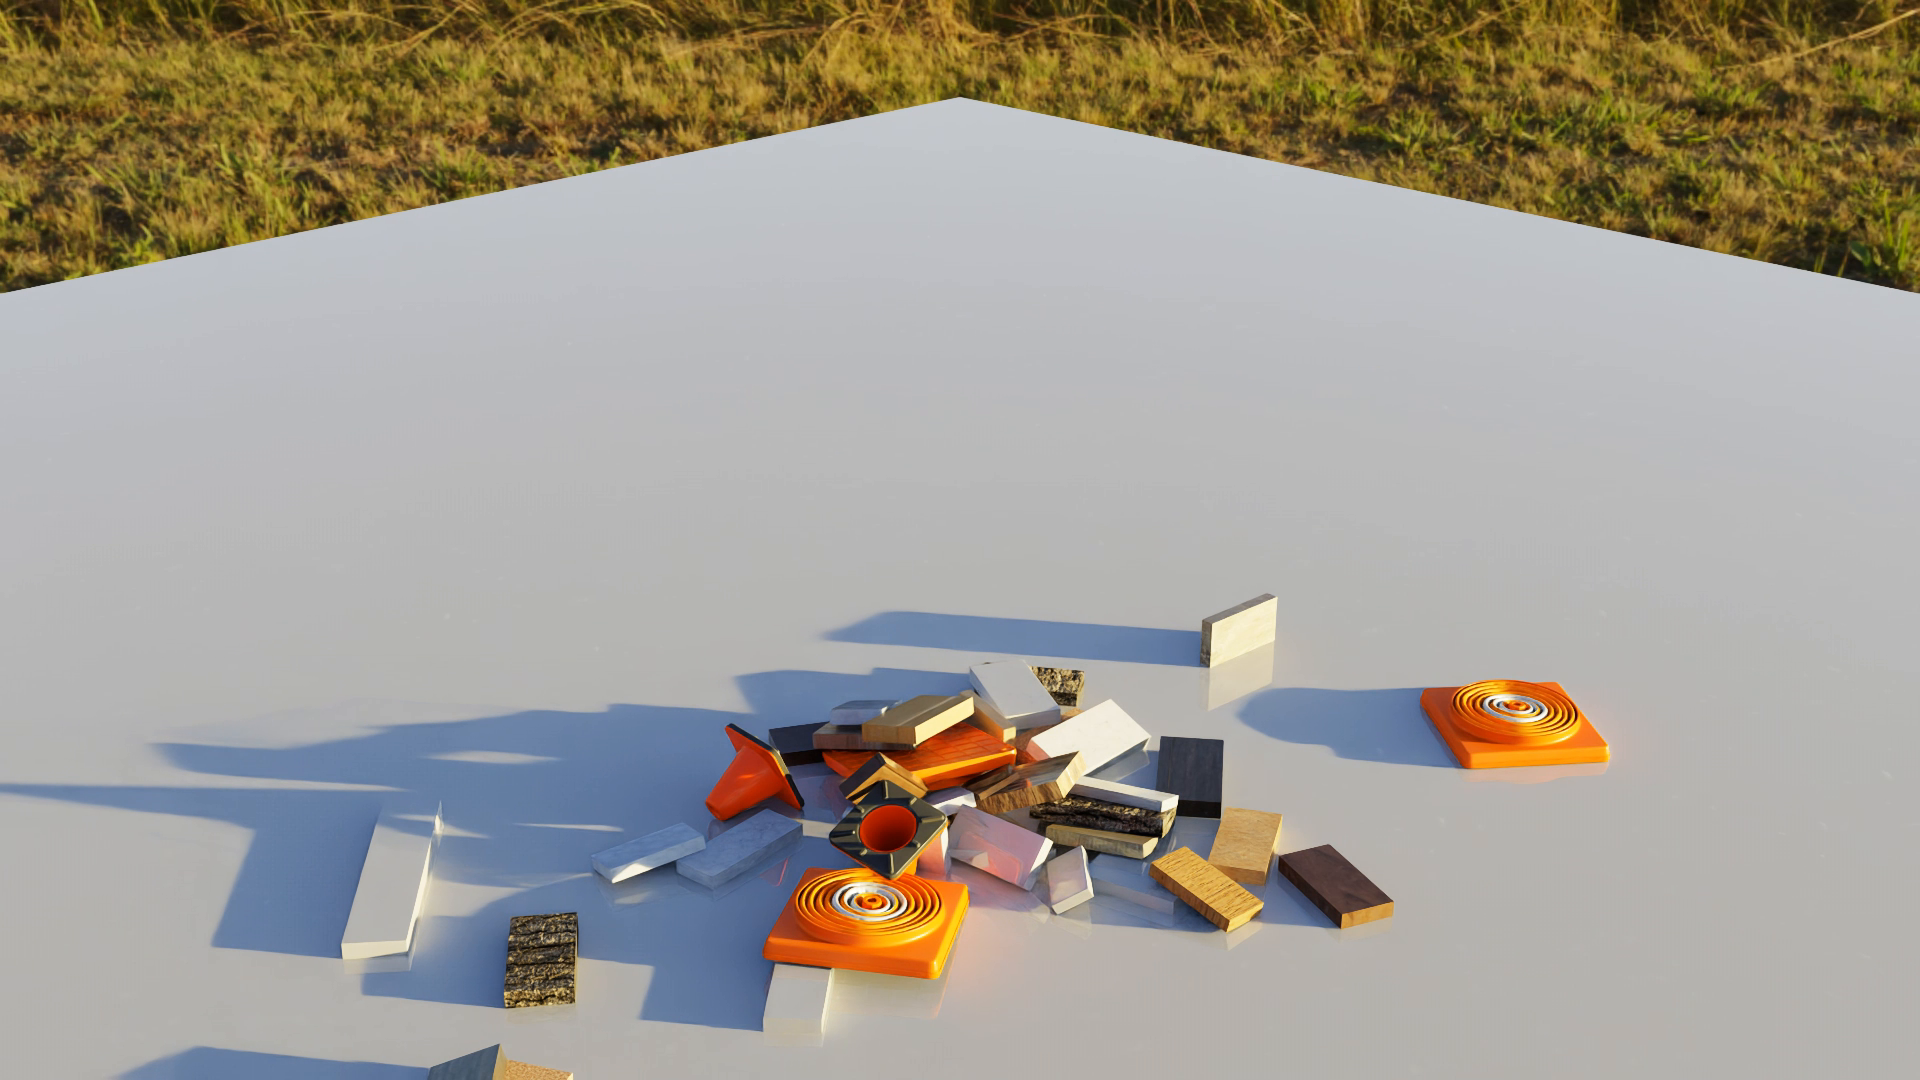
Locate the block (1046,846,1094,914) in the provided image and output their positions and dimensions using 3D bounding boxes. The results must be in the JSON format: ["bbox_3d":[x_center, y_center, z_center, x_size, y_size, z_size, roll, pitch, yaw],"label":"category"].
[{"bbox_3d":[0.208,0.644,4.171,0.077,0.022,0.155,-28,21,10],"label":"block"}]

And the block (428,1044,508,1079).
[{"bbox_3d":[-0.799,0.897,3.517,0.121,0.034,0.241,-19,16,-1],"label":"block"}]

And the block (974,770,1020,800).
[{"bbox_3d":[0.069,0.488,4.387,0.094,0.013,0.047,-28,12,-20],"label":"block"}]

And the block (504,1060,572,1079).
[{"bbox_3d":[-0.731,0.928,3.529,0.121,0.034,0.241,7,24,17],"label":"block"}]

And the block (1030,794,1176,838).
[{"bbox_3d":[0.285,0.543,4.384,0.268,0.038,0.134,7,6,16],"label":"block"}]

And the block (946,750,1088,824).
[{"bbox_3d":[0.109,0.496,4.401,0.268,0.038,0.134,-17,13,29],"label":"block"}]

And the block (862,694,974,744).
[{"bbox_3d":[-0.086,0.372,4.574,0.126,0.036,0.252,1,11,28],"label":"block"}]

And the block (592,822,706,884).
[{"bbox_3d":[-0.603,0.604,4.260,0.197,0.028,0.099,-18,17,-27],"label":"block"}]

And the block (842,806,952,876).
[{"bbox_3d":[-0.123,0.582,4.251,0.207,0.104,0.029,9,39,20],"label":"block"}]

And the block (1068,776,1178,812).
[{"bbox_3d":[0.304,0.508,4.440,0.263,0.022,0.077,9,7,28],"label":"block"}]

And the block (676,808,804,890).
[{"bbox_3d":[-0.430,0.603,4.305,0.099,0.028,0.254,17,29,35],"label":"block"}]

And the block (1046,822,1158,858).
[{"bbox_3d":[0.278,0.584,4.306,0.198,0.028,0.099,8,7,21],"label":"block"}]

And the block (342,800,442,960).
[{"bbox_3d":[-1.082,0.641,4.208,0.116,0.033,0.513,-2,23,-5],"label":"block"}]

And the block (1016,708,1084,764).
[{"bbox_3d":[0.215,0.428,4.710,0.113,0.032,0.226,21,31,40],"label":"block"}]

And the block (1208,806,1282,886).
[{"bbox_3d":[0.558,0.598,4.309,0.113,0.032,0.226,6,24,15],"label":"block"}]

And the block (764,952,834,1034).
[{"bbox_3d":[-0.282,0.792,3.857,0.101,0.029,0.202,1,23,3],"label":"block"}]

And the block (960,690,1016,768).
[{"bbox_3d":[0.057,0.404,4.682,0.028,0.099,0.197,-12,26,-26],"label":"block"}]

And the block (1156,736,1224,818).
[{"bbox_3d":[0.476,0.490,4.558,0.134,0.038,0.268,3,23,7],"label":"block"}]

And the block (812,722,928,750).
[{"bbox_3d":[-0.184,0.408,4.606,0.224,0.032,0.112,-1,10,19],"label":"block"}]

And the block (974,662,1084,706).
[{"bbox_3d":[0.157,0.325,4.954,0.231,0.033,0.116,5,23,10],"label":"block"}]

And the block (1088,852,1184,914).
[{"bbox_3d":[0.339,0.651,4.190,0.198,0.028,0.099,13,26,28],"label":"block"}]

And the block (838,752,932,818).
[{"bbox_3d":[-0.144,0.483,4.265,0.103,0.207,0.029,-41,58,5],"label":"block"}]

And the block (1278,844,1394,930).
[{"bbox_3d":[0.712,0.656,4.174,0.113,0.032,0.226,-9,25,-21],"label":"block"}]

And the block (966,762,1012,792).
[{"bbox_3d":[0.057,0.476,4.392,0.095,0.013,0.047,-24,7,10],"label":"block"}]

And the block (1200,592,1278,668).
[{"bbox_3d":[0.650,0.210,5.123,0.224,0.112,0.032,-19,30,-38],"label":"block"}]

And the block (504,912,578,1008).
[{"bbox_3d":[-0.749,0.752,3.945,0.121,0.034,0.241,-3,23,-7],"label":"block"}]

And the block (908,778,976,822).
[{"bbox_3d":[-0.052,0.519,4.406,0.101,0.029,0.202,-16,8,-19],"label":"block"}]

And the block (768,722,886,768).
[{"bbox_3d":[-0.284,0.431,4.704,0.231,0.033,0.116,-6,24,-14],"label":"block"}]

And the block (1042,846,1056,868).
[{"bbox_3d":[0.103,0.604,4.308,0.155,0.022,0.077,18,29,36],"label":"block"}]

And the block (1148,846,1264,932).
[{"bbox_3d":[0.461,0.654,4.128,0.099,0.028,0.198,-18,40,-41],"label":"block"}]

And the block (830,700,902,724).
[{"bbox_3d":[-0.199,0.367,4.689,0.112,0.032,0.224,-1,1,9],"label":"block"}]

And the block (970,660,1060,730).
[{"bbox_3d":[0.119,0.339,4.832,0.126,0.036,0.252,-7,24,-16],"label":"block"}]

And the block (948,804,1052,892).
[{"bbox_3d":[0.069,0.592,4.243,0.207,0.103,0.029,18,-14,36],"label":"block"}]

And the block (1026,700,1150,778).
[{"bbox_3d":[0.273,0.429,4.646,0.252,0.036,0.126,-22,54,-41],"label":"block"}]
